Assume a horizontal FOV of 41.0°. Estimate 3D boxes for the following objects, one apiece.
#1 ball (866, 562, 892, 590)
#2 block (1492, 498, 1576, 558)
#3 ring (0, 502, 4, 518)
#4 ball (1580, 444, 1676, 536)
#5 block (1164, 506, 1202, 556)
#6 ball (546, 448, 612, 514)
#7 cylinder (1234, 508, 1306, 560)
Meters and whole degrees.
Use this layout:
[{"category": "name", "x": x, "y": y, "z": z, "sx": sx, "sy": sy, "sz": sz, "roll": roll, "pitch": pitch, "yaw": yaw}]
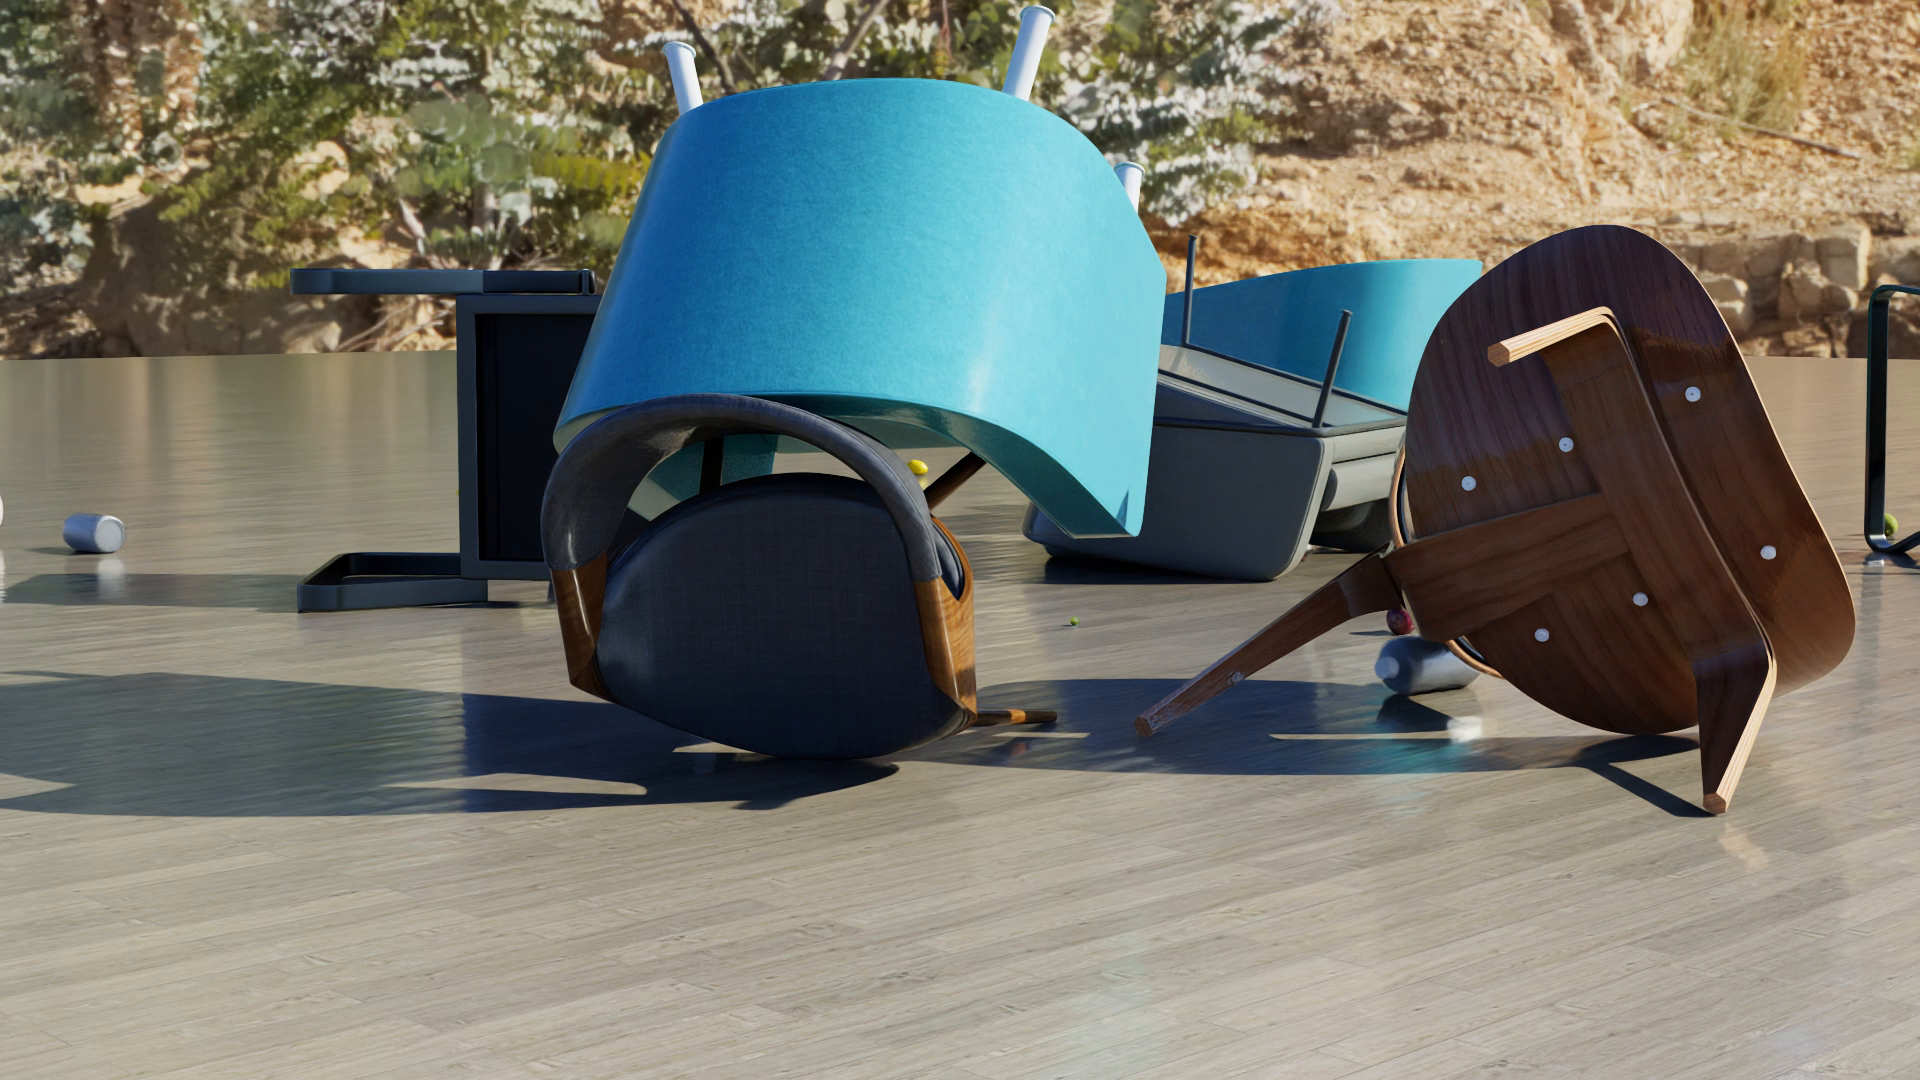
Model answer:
[{"category": "ball", "x": -0.171, "y": 0.075, "z": 5.407, "sx": 0.057, "sy": 0.057, "sz": 0.057, "roll": 0, "pitch": 6, "yaw": 0}, {"category": "block", "x": 1.366, "y": -0.031, "z": 6.101, "sx": 0.194, "sy": 0.125, "sz": 0.085, "roll": -4, "pitch": 7, "yaw": -36}, {"category": "ring", "x": -2.528, "y": -0.069, "z": 6.376, "sx": 0.284, "sy": 0.144, "sz": 0.259, "roll": -6, "pitch": 3, "yaw": -7}, {"category": "ball", "x": 1.689, "y": -0.127, "z": 6.484, "sx": 0.237, "sy": 0.237, "sz": 0.237, "roll": 0, "pitch": 6, "yaw": 0}, {"category": "block", "x": 0.527, "y": -0.022, "z": 6.077, "sx": 0.069, "sy": 0.111, "sz": 0.094, "roll": -1, "pitch": 6, "yaw": -8}, {"category": "ball", "x": -1.056, "y": -0.162, "z": 7.100, "sx": 0.182, "sy": 0.182, "sz": 0.182, "roll": 0, "pitch": 6, "yaw": 0}, {"category": "cylinder", "x": 0.720, "y": -0.014, "z": 5.958, "sx": 0.164, "sy": 0.120, "sz": 0.131, "roll": 1, "pitch": 18, "yaw": 7}]
